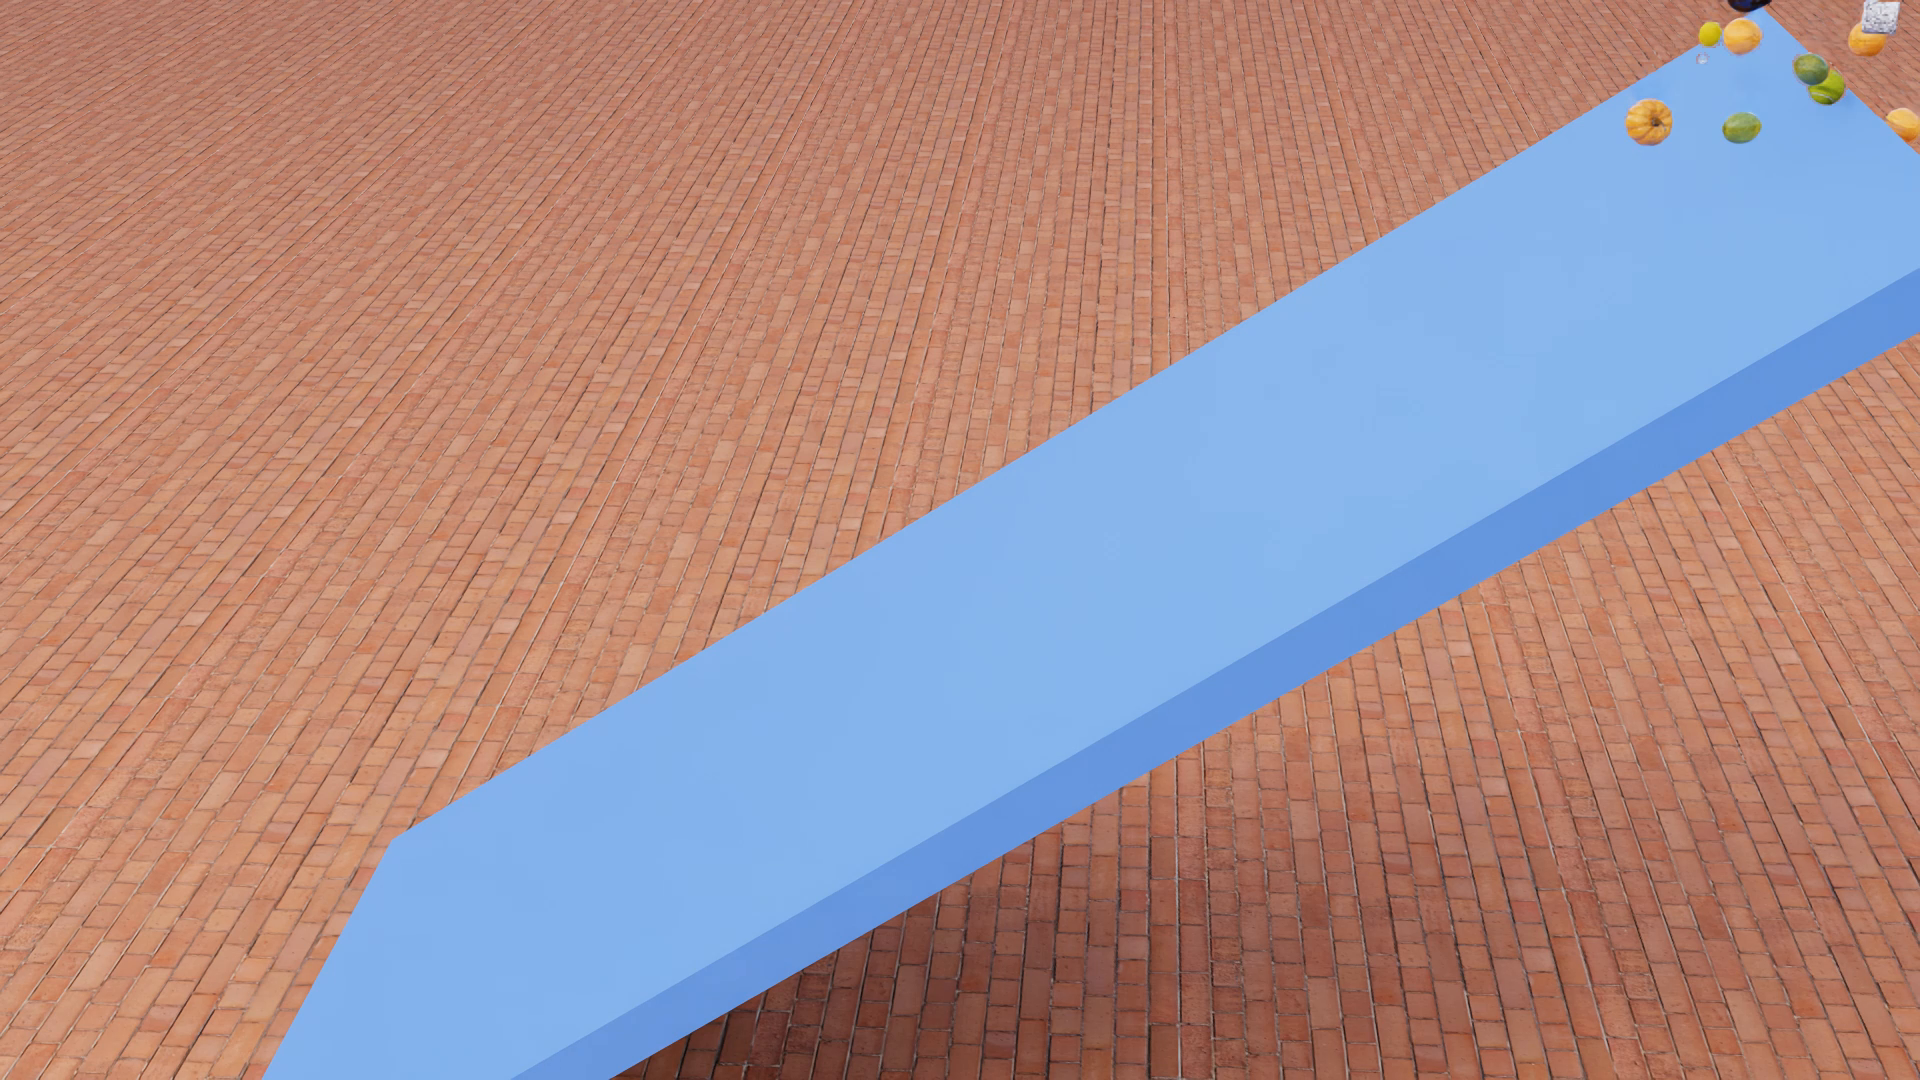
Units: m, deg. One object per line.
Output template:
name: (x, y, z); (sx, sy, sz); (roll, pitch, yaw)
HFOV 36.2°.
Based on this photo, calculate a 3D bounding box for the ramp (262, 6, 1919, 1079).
ramp: (0.139, 0.171, 6.298); (4.000, 0.100, 2.000); (-31, 16, 14)
